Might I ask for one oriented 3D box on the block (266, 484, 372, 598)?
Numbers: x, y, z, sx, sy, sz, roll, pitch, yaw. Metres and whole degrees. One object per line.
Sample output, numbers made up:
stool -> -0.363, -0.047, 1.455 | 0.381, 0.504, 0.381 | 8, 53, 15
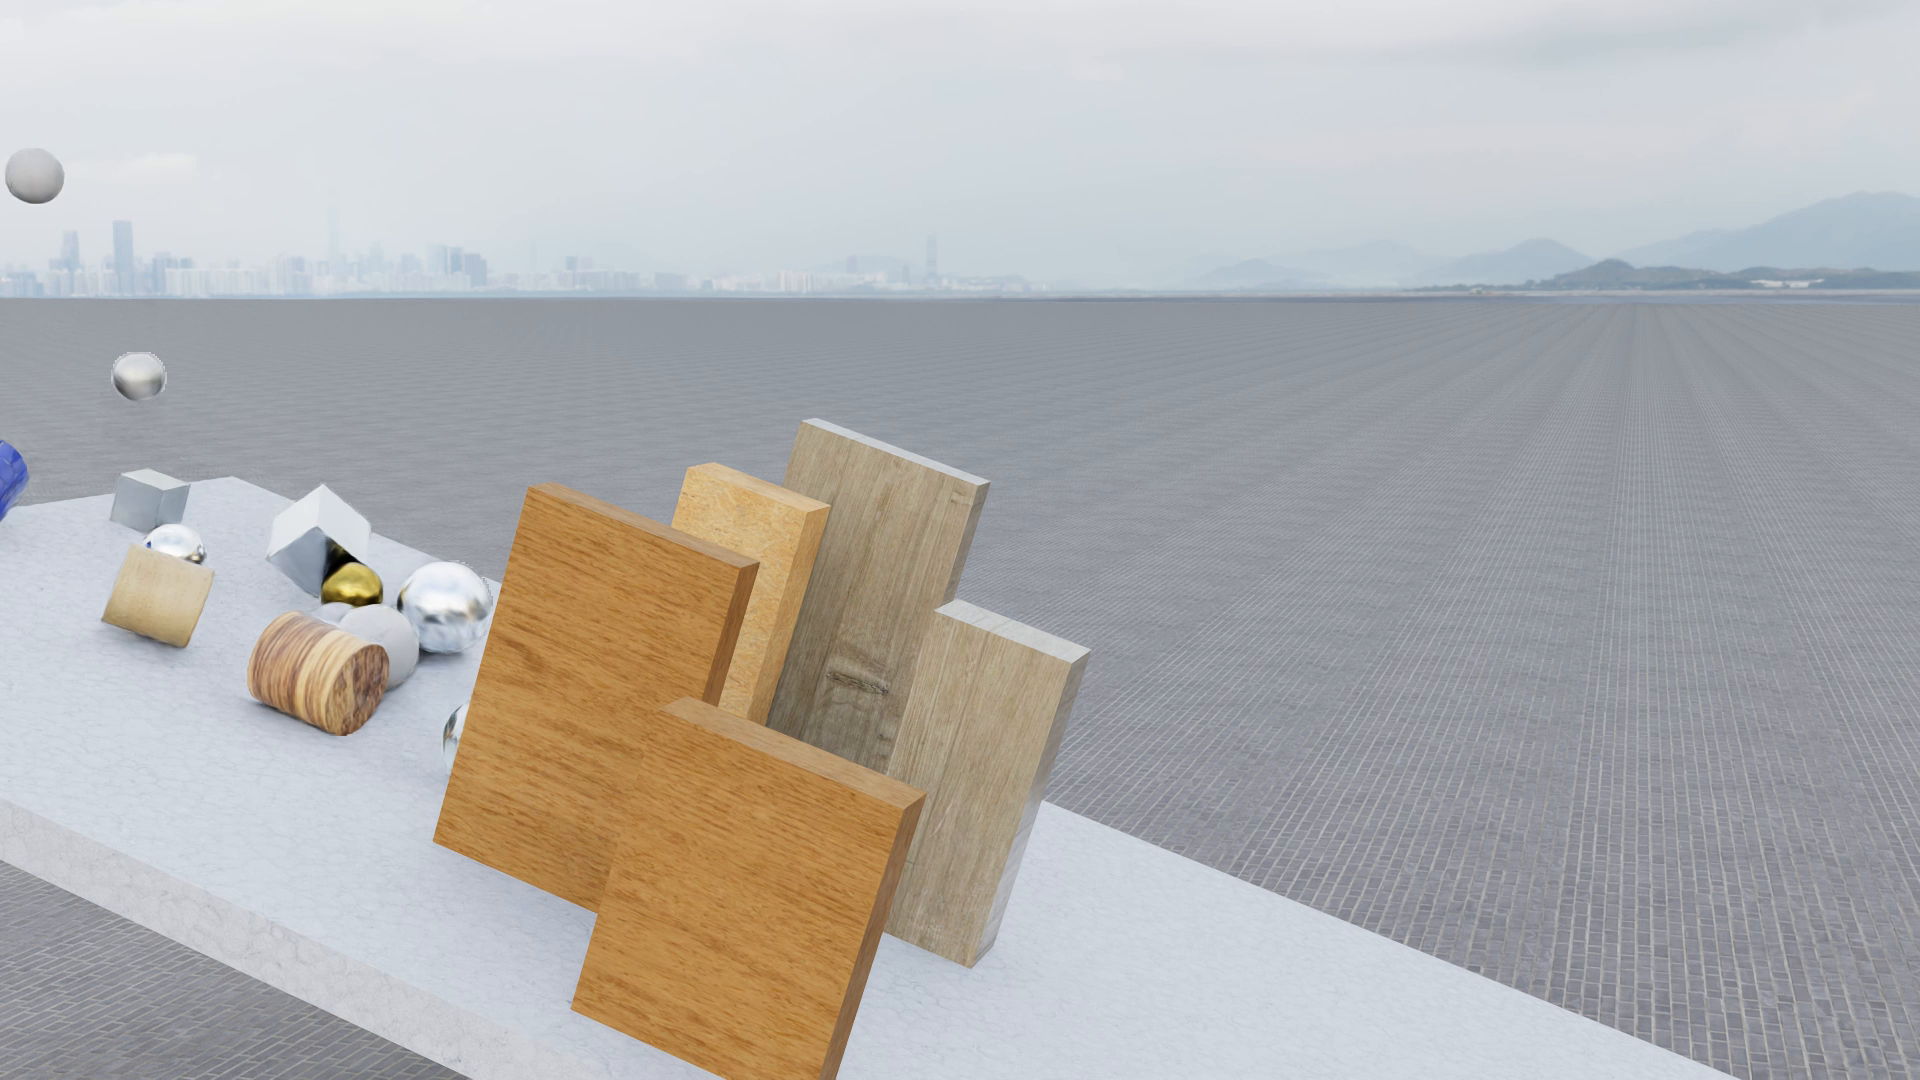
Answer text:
block -> -1.425, 0.004, 4.891 | 0.148, 0.148, 0.148 | -32, 36, 16

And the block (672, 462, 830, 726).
block -> -0.503, 0.168, 4.624 | 0.276, 0.598, 0.137 | 20, 12, 14

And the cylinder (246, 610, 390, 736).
cylinder -> -1.225, 0.254, 4.201 | 0.186, 0.186, 0.186 | 21, 13, 17

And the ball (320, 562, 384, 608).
ball -> -1.330, 0.115, 4.812 | 0.135, 0.135, 0.135 | 0, 7, 0

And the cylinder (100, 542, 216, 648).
cylinder -> -1.582, 0.110, 4.340 | 0.165, 0.165, 0.165 | 22, -2, -21

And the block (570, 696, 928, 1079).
block -> -0.325, 0.552, 3.348 | 0.409, 0.505, 0.111 | 20, 12, 14

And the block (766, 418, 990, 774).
block -> -0.244, 0.129, 4.933 | 0.431, 0.698, 0.098 | 20, 12, 14

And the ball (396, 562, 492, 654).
ball -> -1.125, 0.147, 4.793 | 0.203, 0.203, 0.203 | 0, 7, 0

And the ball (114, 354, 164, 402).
ball -> -1.853, -0.367, 4.963 | 0.108, 0.108, 0.108 | 0, 7, 0

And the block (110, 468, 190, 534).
block -> -1.854, -0.087, 5.036 | 0.112, 0.112, 0.112 | 19, 12, 8

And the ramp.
ramp -> -0.357, 0.675, 4.226 | 4.000, 0.100, 2.000 | 20, 12, 14

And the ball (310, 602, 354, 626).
ball -> -1.289, 0.191, 4.541 | 0.127, 0.127, 0.127 | 0, 7, 0

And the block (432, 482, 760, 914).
block -> -0.628, 0.281, 3.767 | 0.403, 0.661, 0.088 | 20, 12, 14

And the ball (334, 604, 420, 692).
ball -> -1.182, 0.220, 4.432 | 0.180, 0.180, 0.180 | 0, 7, 0

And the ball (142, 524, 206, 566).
ball -> -1.678, 0.032, 4.692 | 0.134, 0.134, 0.134 | 0, 7, 0

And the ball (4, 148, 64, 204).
ball -> -1.825, -0.718, 4.335 | 0.111, 0.111, 0.111 | 0, 7, 0

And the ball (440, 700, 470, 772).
ball -> -0.888, 0.381, 4.134 | 0.173, 0.173, 0.173 | 0, 7, 0

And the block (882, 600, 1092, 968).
block -> 0.008, 0.447, 4.062 | 0.270, 0.606, 0.149 | 20, 12, 14

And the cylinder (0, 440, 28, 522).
cylinder -> -2.070, -0.110, 4.613 | 0.170, 0.170, 0.170 | 0, 26, -3
